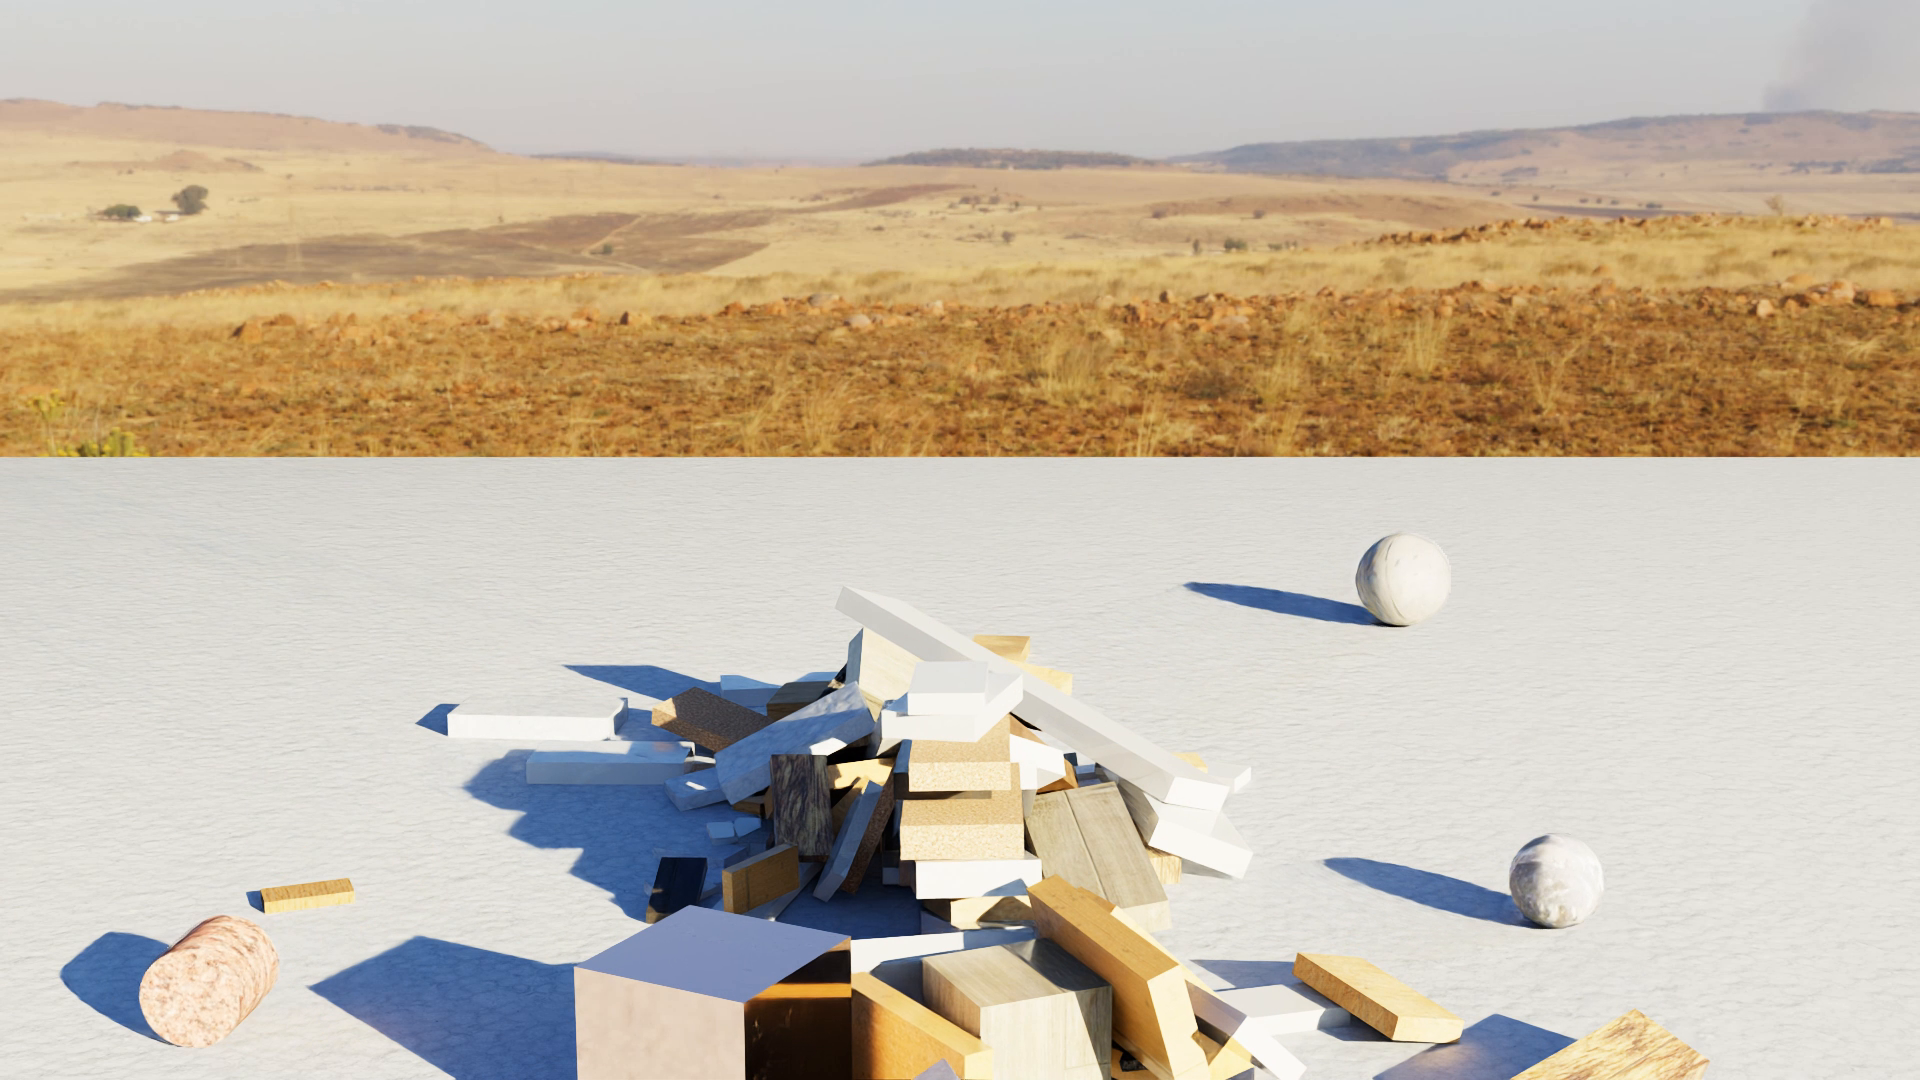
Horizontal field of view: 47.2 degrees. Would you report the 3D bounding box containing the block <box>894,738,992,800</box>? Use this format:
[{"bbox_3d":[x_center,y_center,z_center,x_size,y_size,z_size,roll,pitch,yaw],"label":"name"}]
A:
[{"bbox_3d":[-0.020,0.338,3.358,0.144,0.041,0.287,-1,9,3],"label":"block"}]

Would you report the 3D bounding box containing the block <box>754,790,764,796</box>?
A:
[{"bbox_3d":[-0.324,0.480,4.208,0.137,0.019,0.068,-1,11,-4],"label":"block"}]

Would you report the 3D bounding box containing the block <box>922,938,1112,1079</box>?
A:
[{"bbox_3d":[0.072,0.647,2.857,0.184,0.184,0.184,-5,11,-23],"label":"block"}]

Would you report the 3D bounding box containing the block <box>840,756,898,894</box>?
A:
[{"bbox_3d":[-0.127,0.444,3.630,0.027,0.301,0.095,23,30,0],"label":"block"}]

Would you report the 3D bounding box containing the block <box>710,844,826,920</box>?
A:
[{"bbox_3d":[-0.286,0.549,3.723,0.091,0.026,0.553,3,15,16],"label":"block"}]

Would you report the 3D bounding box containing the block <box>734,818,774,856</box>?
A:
[{"bbox_3d":[-0.373,0.530,3.936,0.074,0.021,0.149,1,11,4],"label":"block"}]

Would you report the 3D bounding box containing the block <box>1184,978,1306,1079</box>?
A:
[{"bbox_3d":[0.297,0.606,2.880,0.112,0.032,0.429,43,-11,-20],"label":"block"}]

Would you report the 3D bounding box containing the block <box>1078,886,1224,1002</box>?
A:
[{"bbox_3d":[0.263,0.583,3.083,0.238,0.034,0.119,43,-11,-19],"label":"block"}]

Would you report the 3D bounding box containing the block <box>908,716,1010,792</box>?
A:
[{"bbox_3d":[0.002,0.313,3.251,0.144,0.041,0.287,-1,9,1],"label":"block"}]

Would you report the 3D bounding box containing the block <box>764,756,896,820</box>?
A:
[{"bbox_3d":[-0.191,0.433,3.877,0.288,0.041,0.144,-6,-23,-19],"label":"block"}]

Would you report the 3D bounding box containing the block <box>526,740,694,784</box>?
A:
[{"bbox_3d":[-0.690,0.440,4.355,0.307,0.043,0.153,0,11,1],"label":"block"}]

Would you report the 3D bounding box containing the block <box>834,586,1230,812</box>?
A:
[{"bbox_3d":[0.116,0.289,4.173,0.910,0.049,0.173,28,7,41],"label":"block"}]

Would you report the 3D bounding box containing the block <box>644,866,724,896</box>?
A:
[{"bbox_3d":[-0.450,0.578,3.679,0.142,0.020,0.071,-6,12,-27],"label":"block"}]

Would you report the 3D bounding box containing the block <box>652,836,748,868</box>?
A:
[{"bbox_3d":[-0.455,0.547,3.844,0.148,0.021,0.074,5,12,26],"label":"block"}]

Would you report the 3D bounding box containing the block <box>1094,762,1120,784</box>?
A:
[{"bbox_3d":[0.353,0.441,4.128,0.182,0.026,0.091,0,19,-14],"label":"block"}]

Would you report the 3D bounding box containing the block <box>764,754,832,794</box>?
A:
[{"bbox_3d":[-0.126,0.427,4.038,0.459,0.095,0.027,2,36,-10],"label":"block"}]

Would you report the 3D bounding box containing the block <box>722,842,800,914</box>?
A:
[{"bbox_3d":[-0.319,0.545,3.533,0.021,0.076,0.151,11,18,38],"label":"block"}]

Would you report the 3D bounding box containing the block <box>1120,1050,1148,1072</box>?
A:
[{"bbox_3d":[0.248,0.655,2.870,0.054,0.015,0.108,-11,16,23],"label":"block"}]

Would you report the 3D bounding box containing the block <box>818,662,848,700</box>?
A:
[{"bbox_3d":[-0.114,0.324,4.398,0.307,0.043,0.153,8,30,19],"label":"block"}]

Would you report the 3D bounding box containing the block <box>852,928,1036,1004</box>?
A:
[{"bbox_3d":[-0.122,0.624,3.016,0.448,0.167,0.047,-2,36,-11],"label":"block"}]

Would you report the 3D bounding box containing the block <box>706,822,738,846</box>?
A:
[{"bbox_3d":[-0.422,0.520,3.898,0.045,0.013,0.090,-3,11,-14],"label":"block"}]

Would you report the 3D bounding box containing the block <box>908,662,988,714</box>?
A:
[{"bbox_3d":[-0.016,0.223,3.331,0.113,0.032,0.225,-1,9,2],"label":"block"}]

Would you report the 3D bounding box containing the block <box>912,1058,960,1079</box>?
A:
[{"bbox_3d":[-0.028,0.707,2.445,0.167,0.047,0.335,-33,18,-9],"label":"block"}]

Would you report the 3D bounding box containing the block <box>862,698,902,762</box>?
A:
[{"bbox_3d":[-0.080,0.347,3.857,0.144,0.041,0.297,-7,-25,-15],"label":"block"}]

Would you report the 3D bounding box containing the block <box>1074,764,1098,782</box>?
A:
[{"bbox_3d":[0.106,0.459,4.188,0.387,0.014,0.050,-4,11,-22],"label":"block"}]

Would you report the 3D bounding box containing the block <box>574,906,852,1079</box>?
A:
[{"bbox_3d":[-0.305,0.633,2.760,0.247,0.247,0.247,5,12,27],"label":"block"}]

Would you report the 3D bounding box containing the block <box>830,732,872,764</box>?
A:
[{"bbox_3d":[-0.134,0.368,3.957,0.190,0.027,0.095,-7,-25,-15],"label":"block"}]

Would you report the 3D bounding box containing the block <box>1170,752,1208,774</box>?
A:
[{"bbox_3d":[0.390,0.422,4.123,0.134,0.019,0.067,1,19,-13],"label":"block"}]

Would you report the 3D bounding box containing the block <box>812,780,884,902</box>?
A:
[{"bbox_3d":[-0.186,0.499,3.651,0.027,0.095,0.190,28,50,-6],"label":"block"}]

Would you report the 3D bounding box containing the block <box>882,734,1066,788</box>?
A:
[{"bbox_3d":[0.005,0.427,3.817,0.165,0.047,0.330,22,-39,-40],"label":"block"}]

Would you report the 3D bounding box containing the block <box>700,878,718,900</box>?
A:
[{"bbox_3d":[-0.449,0.568,3.640,0.090,0.013,0.045,22,26,36],"label":"block"}]

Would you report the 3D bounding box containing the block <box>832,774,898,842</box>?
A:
[{"bbox_3d":[-0.183,0.479,3.757,0.076,0.021,0.151,36,64,21],"label":"block"}]

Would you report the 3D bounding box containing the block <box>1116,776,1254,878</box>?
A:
[{"bbox_3d":[0.390,0.492,3.872,0.173,0.049,0.346,21,7,-8],"label":"block"}]

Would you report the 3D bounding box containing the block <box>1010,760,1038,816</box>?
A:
[{"bbox_3d":[0.037,0.411,3.603,0.165,0.047,0.330,-1,-15,0],"label":"block"}]

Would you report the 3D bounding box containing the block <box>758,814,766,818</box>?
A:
[{"bbox_3d":[-0.343,0.495,4.064,0.068,0.019,0.137,1,2,-13],"label":"block"}]

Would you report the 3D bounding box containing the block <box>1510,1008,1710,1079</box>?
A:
[{"bbox_3d":[0.664,0.735,2.683,0.831,0.034,0.119,-10,36,-44],"label":"block"}]

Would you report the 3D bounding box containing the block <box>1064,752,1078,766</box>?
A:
[{"bbox_3d":[0.131,0.435,4.259,0.093,0.026,0.186,-2,-8,-39],"label":"block"}]

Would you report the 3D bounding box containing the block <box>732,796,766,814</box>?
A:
[{"bbox_3d":[-0.334,0.477,3.986,0.071,0.020,0.142,3,2,42],"label":"block"}]
